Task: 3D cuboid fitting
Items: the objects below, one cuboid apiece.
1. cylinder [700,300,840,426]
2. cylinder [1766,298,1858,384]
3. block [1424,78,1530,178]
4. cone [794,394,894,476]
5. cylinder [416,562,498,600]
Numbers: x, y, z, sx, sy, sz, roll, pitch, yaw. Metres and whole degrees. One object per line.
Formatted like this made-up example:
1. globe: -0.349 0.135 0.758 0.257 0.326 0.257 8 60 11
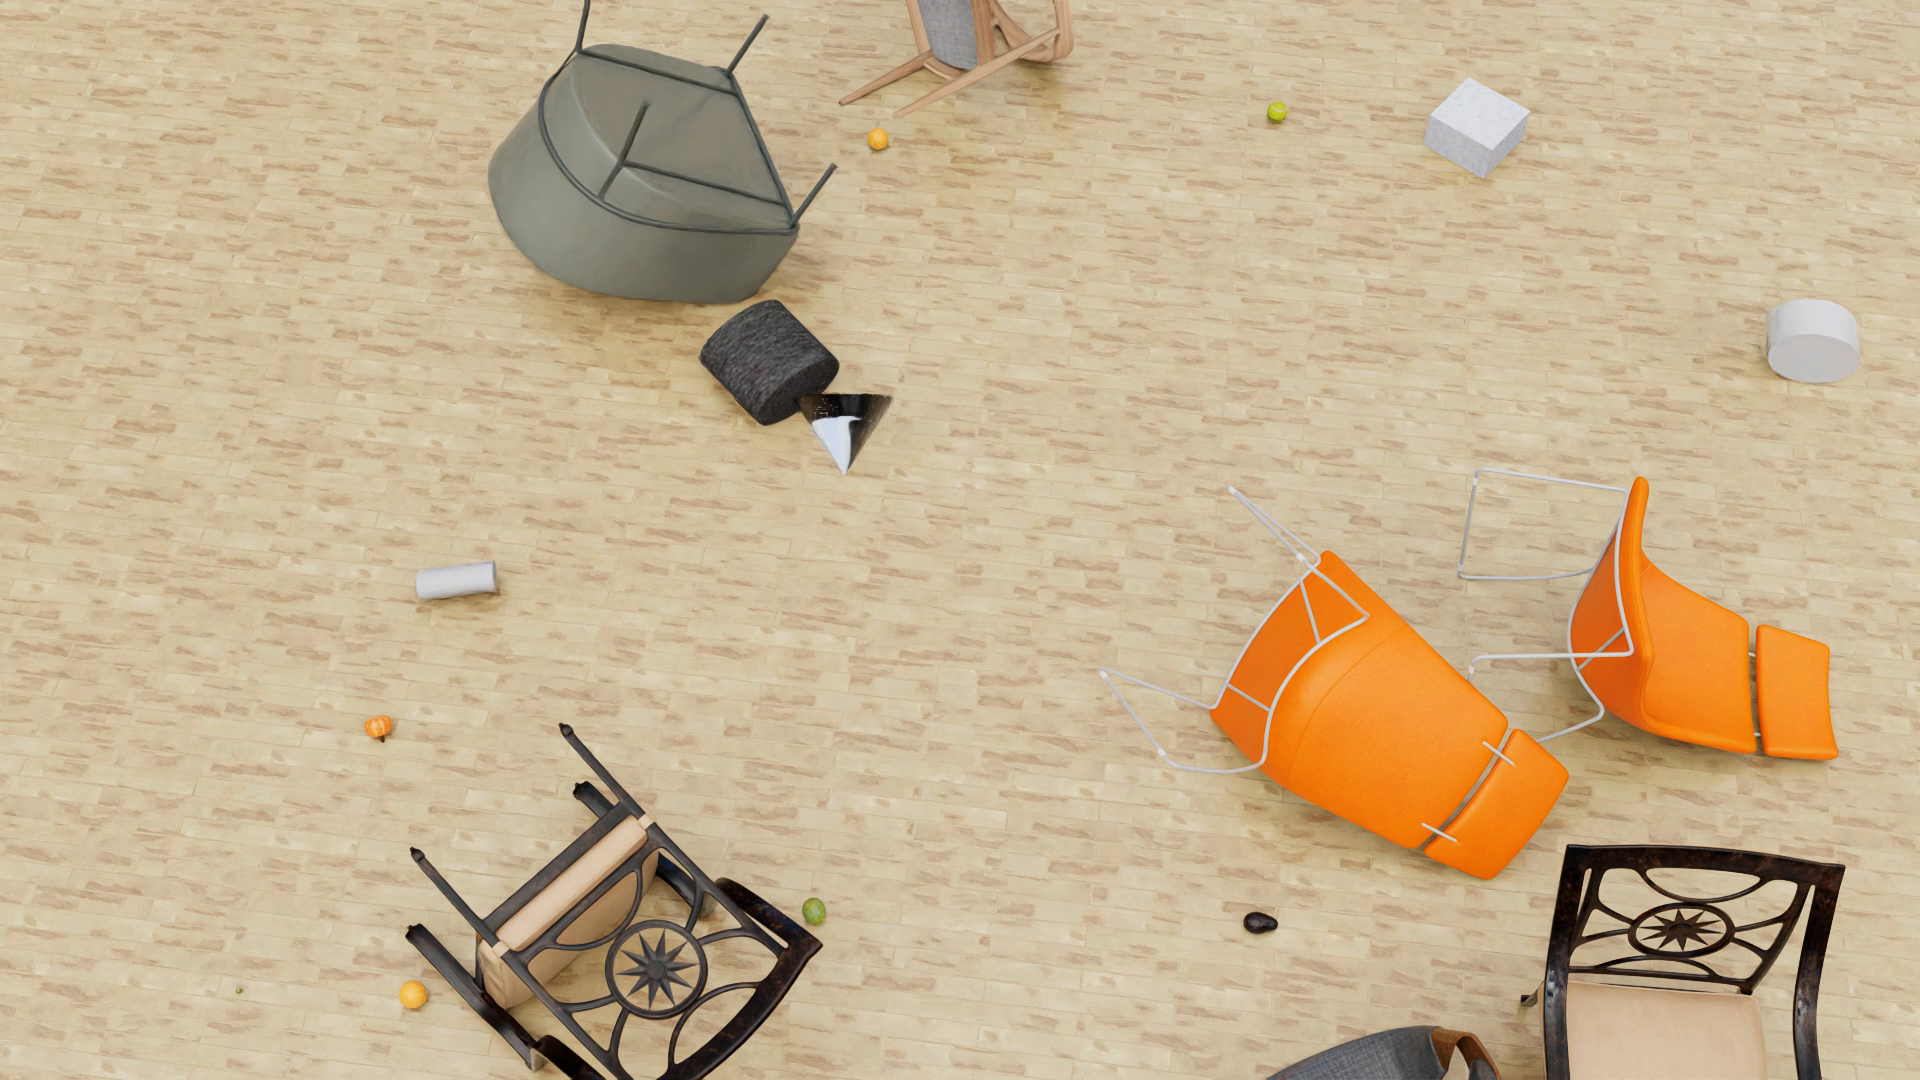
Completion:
1. cylinder: -0.593 -0.553 6.832 0.320 0.186 0.304 -36 63 -16
2. cylinder: 2.653 -0.619 6.850 0.278 0.228 0.141 16 56 -6
3. block: 1.743 -1.392 7.424 0.245 0.139 0.235 35 63 21
4. cone: -0.353 -0.312 6.714 0.312 0.267 0.234 -2 86 6
5. cylinder: -1.472 0.119 6.437 0.219 0.085 0.109 -7 21 -5
